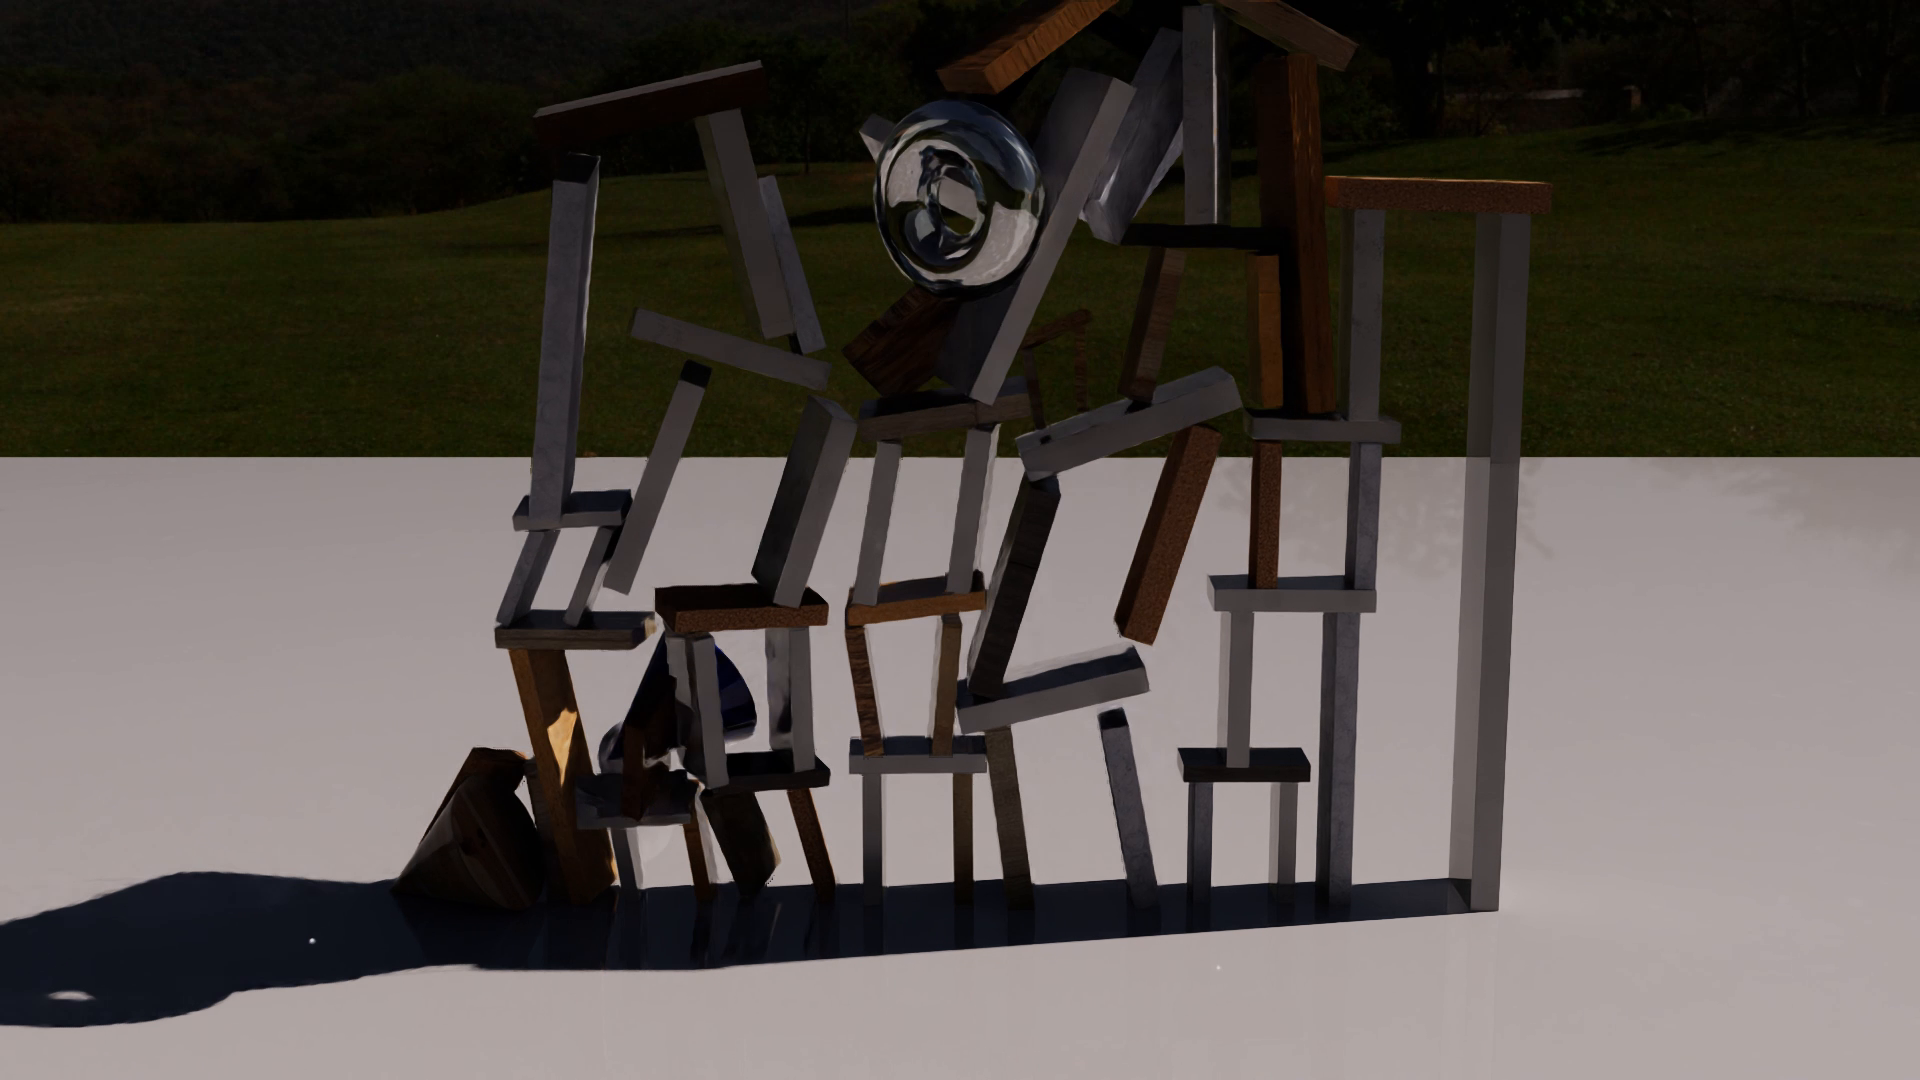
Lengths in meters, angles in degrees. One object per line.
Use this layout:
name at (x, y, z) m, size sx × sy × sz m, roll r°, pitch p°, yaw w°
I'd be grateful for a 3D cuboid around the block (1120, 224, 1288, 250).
block at (0.385, -0.478, 3.469) m, size 0.238 × 0.034 × 0.119 m, roll 0°, pitch 7°, yaw -12°

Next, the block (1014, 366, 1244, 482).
block at (0.262, -0.185, 3.478) m, size 0.349 × 0.049 × 0.175 m, roll -20°, pitch 10°, yaw 2°

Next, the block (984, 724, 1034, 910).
block at (0.078, 0.437, 3.639) m, size 0.044 × 0.310 × 0.155 m, roll -8°, pitch 11°, yaw 0°

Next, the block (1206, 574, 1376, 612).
block at (0.537, 0.085, 3.575) m, size 0.258 × 0.037 × 0.129 m, roll 0°, pitch 11°, yaw 1°

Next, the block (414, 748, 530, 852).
block at (-0.822, 0.450, 3.715) m, size 0.031 × 0.218 × 0.109 m, roll 41°, pitch 17°, yaw 35°

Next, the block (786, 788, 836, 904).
block at (-0.247, 0.490, 3.652) m, size 0.028 × 0.201 × 0.100 m, roll -15°, pitch 11°, yaw 0°

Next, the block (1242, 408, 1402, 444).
block at (0.578, -0.183, 3.524) m, size 0.235 × 0.033 × 0.117 m, roll 2°, pitch 11°, yaw -1°

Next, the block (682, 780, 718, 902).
block at (-0.433, 0.498, 3.647) m, size 0.026 × 0.180 × 0.090 m, roll -8°, pitch 16°, yaw 2°

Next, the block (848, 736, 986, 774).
block at (-0.070, 0.353, 3.627) m, size 0.224 × 0.032 × 0.112 m, roll 0°, pitch 11°, yaw -2°

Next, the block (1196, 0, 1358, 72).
block at (0.445, -0.834, 3.426) m, size 0.328 × 0.047 × 0.164 m, roll 23°, pitch 11°, yaw -22°

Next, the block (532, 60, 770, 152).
block at (-0.459, -0.650, 3.283) m, size 0.343 × 0.049 × 0.171 m, roll -13°, pitch 17°, yaw -3°

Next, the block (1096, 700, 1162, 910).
block at (0.278, 0.437, 3.638) m, size 0.044 × 0.310 × 0.155 m, roll -11°, pitch 10°, yaw 2°

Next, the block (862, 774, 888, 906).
block at (-0.141, 0.480, 3.647) m, size 0.032 × 0.224 × 0.112 m, roll 0°, pitch 10°, yaw 2°

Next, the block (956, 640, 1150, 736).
block at (0.144, 0.240, 3.597) m, size 0.310 × 0.044 × 0.155 m, roll -13°, pitch 14°, yaw -1°

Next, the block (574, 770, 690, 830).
block at (-0.529, 0.419, 3.549) m, size 0.180 × 0.026 × 0.090 m, roll -2°, pitch 45°, yaw -11°

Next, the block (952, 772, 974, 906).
block at (0.006, 0.479, 3.649) m, size 0.032 × 0.224 × 0.112 m, roll -1°, pitch 11°, yaw 1°

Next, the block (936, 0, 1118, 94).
block at (0.119, -0.771, 3.295) m, size 0.303 × 0.043 × 0.152 m, roll -40°, pitch 26°, yaw -16°

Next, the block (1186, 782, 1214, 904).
block at (0.398, 0.488, 3.653) m, size 0.029 × 0.207 × 0.103 m, roll 0°, pitch 10°, yaw 0°

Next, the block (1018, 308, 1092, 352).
block at (0.146, -0.330, 3.472) m, size 0.125 × 0.018 × 0.063 m, roll -24°, pitch -2°, yaw 12°

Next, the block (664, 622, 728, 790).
block at (-0.418, 0.255, 3.477) m, size 0.035 × 0.249 × 0.125 m, roll -13°, pitch 21°, yaw -26°

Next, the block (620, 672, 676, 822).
block at (-0.490, 0.325, 3.454) m, size 0.033 × 0.231 × 0.116 m, roll 20°, pitch 47°, yaw 8°

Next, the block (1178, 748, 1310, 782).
block at (0.467, 0.371, 3.632) m, size 0.207 × 0.029 × 0.103 m, roll 0°, pitch 10°, yaw 0°

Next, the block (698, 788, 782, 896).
block at (-0.363, 0.479, 3.649) m, size 0.028 × 0.201 × 0.100 m, roll -7°, pitch 25°, yaw 28°

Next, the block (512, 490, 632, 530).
block at (-0.617, -0.048, 3.505) m, size 0.174 × 0.025 × 0.087 m, roll -3°, pitch 24°, yaw 4°

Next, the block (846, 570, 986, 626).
block at (-0.069, 0.093, 3.528) m, size 0.220 × 0.031 × 0.110 m, roll -7°, pitch 16°, yaw 2°

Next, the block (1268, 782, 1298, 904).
block at (0.536, 0.488, 3.653) m, size 0.029 × 0.207 × 0.104 m, roll 0°, pitch 10°, yaw 0°

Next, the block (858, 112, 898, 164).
block at (-0.026, -0.583, 3.538) m, size 0.275 × 0.039 × 0.138 m, roll 31°, pitch -10°, yaw 23°

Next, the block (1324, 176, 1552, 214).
block at (0.747, -0.543, 3.459) m, size 0.327 × 0.046 × 0.163 m, roll 2°, pitch 11°, yaw 1°

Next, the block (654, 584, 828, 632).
block at (-0.348, 0.105, 3.496) m, size 0.249 × 0.035 × 0.125 m, roll -2°, pitch 17°, yaw -23°

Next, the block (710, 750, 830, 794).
block at (-0.325, 0.377, 3.590) m, size 0.201 × 0.028 × 0.100 m, roll -1°, pitch 16°, yaw -26°

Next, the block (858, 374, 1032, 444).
block at (-0.023, -0.206, 3.435) m, size 0.265 × 0.037 × 0.132 m, roll -9°, pitch 16°, yaw 3°

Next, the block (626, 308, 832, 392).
block at (-0.364, -0.298, 3.444) m, size 0.310 × 0.044 × 0.155 m, roll 15°, pitch 2°, yaw -13°

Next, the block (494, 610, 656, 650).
block at (-0.623, 0.146, 3.567) m, size 0.231 × 0.033 × 0.116 m, roll 0°, pitch 13°, yaw 11°

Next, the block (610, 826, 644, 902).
block at (-0.552, 0.496, 3.630) m, size 0.026 × 0.180 × 0.090 m, roll -6°, pitch 25°, yaw 0°

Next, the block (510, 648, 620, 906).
block at (-0.650, 0.374, 3.623) m, size 0.033 × 0.437 × 0.116 m, roll -8°, pitch 11°, yaw 18°
